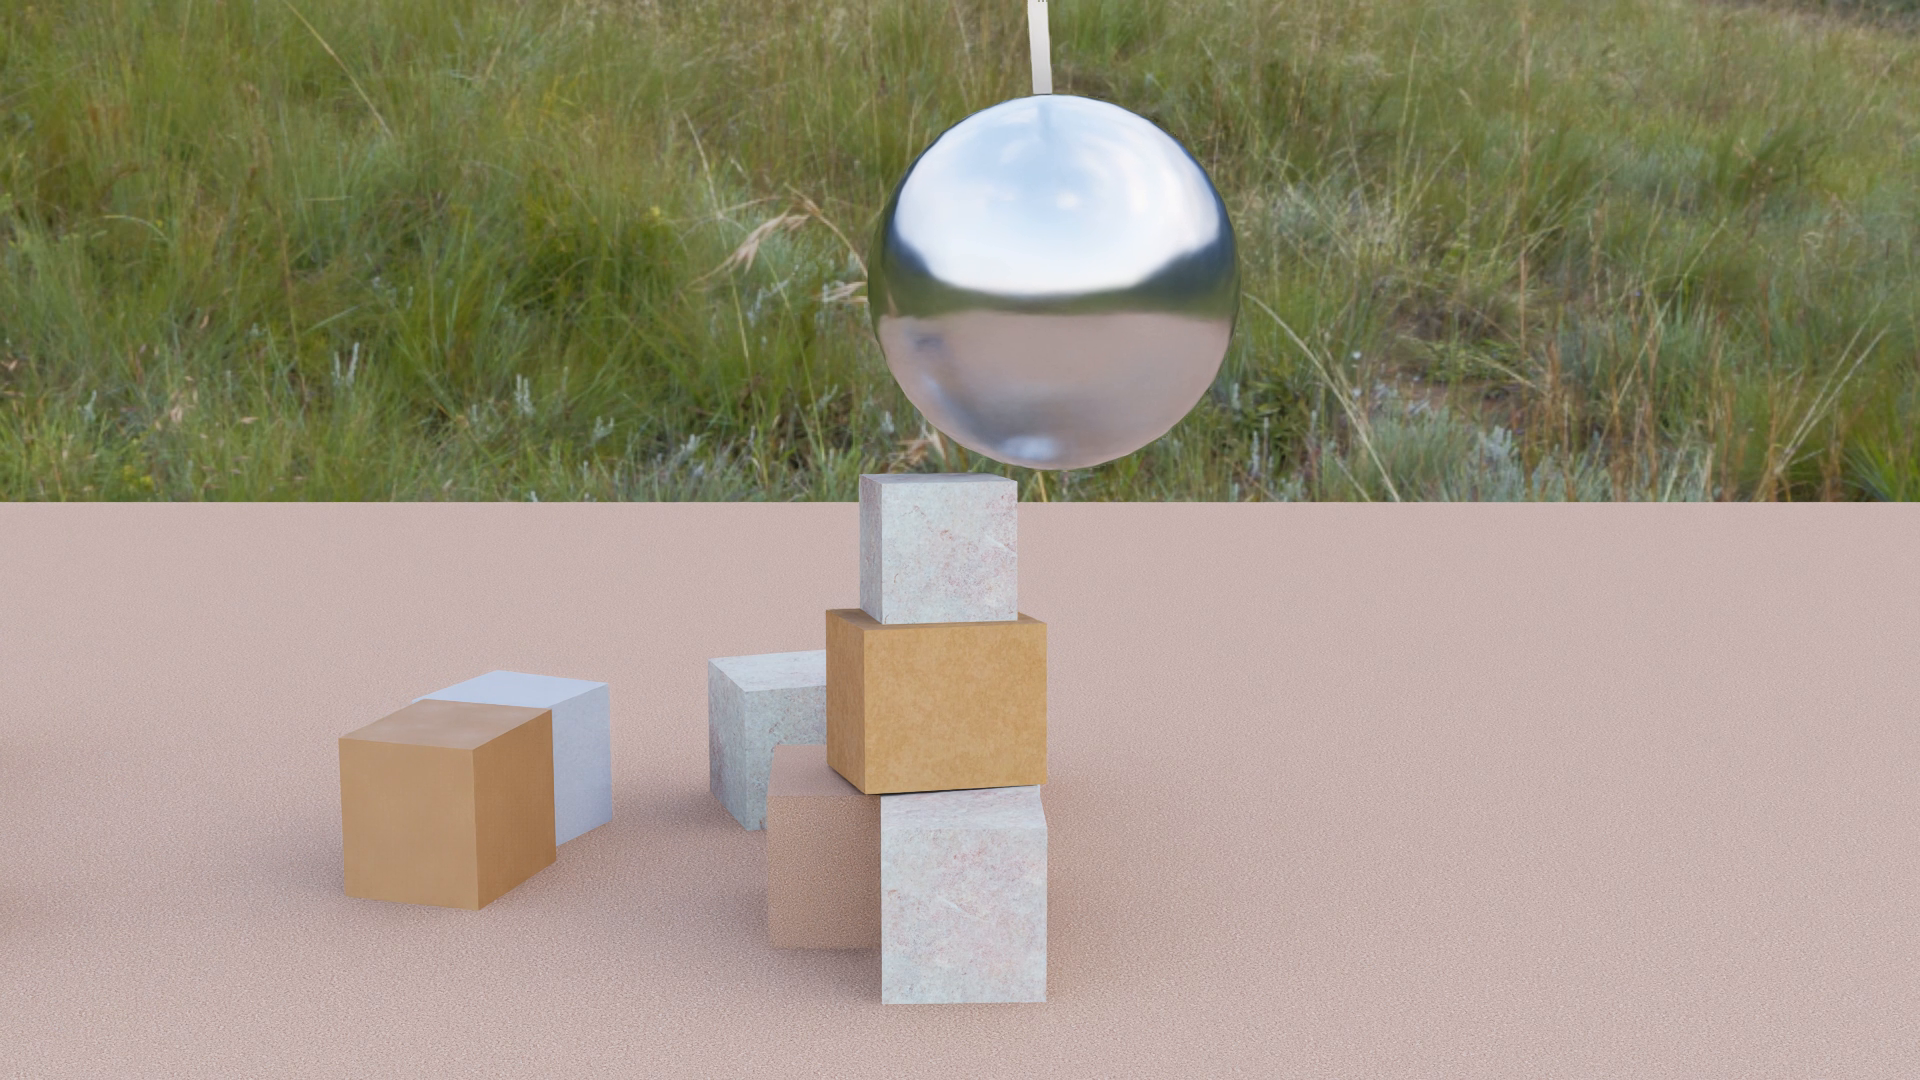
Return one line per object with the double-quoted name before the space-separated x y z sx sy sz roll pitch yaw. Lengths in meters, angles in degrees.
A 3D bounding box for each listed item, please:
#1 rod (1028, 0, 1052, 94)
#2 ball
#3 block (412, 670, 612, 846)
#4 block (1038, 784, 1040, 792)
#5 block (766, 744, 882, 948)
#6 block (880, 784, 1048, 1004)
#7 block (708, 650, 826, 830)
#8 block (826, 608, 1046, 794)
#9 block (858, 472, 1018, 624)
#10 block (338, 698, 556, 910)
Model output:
"rod" 0.174 -4.436 10.374 0.080 5.200 0.080 -4 10 1
"ball" 0.402 -1.099 10.981 1.600 1.600 1.600 0 10 0
"block" -2.087 1.035 12.002 0.638 0.670 0.666 5 11 25
"block" -0.001 1.132 11.540 0.685 0.643 0.664 0 10 -1
"block" -0.431 1.272 10.775 0.713 0.641 0.796 0 10 -1
"block" 0.006 1.376 10.069 0.629 0.690 0.636 0 10 -2
"block" -0.819 0.956 12.430 0.636 0.672 0.729 -4 11 -19
"block" -0.106 0.635 10.505 0.749 0.650 0.699 -2 6 -15
"block" -0.095 0.025 10.519 0.551 0.561 0.547 -1 6 -12
"block" -2.241 1.148 11.278 0.640 0.706 0.739 3 11 17
